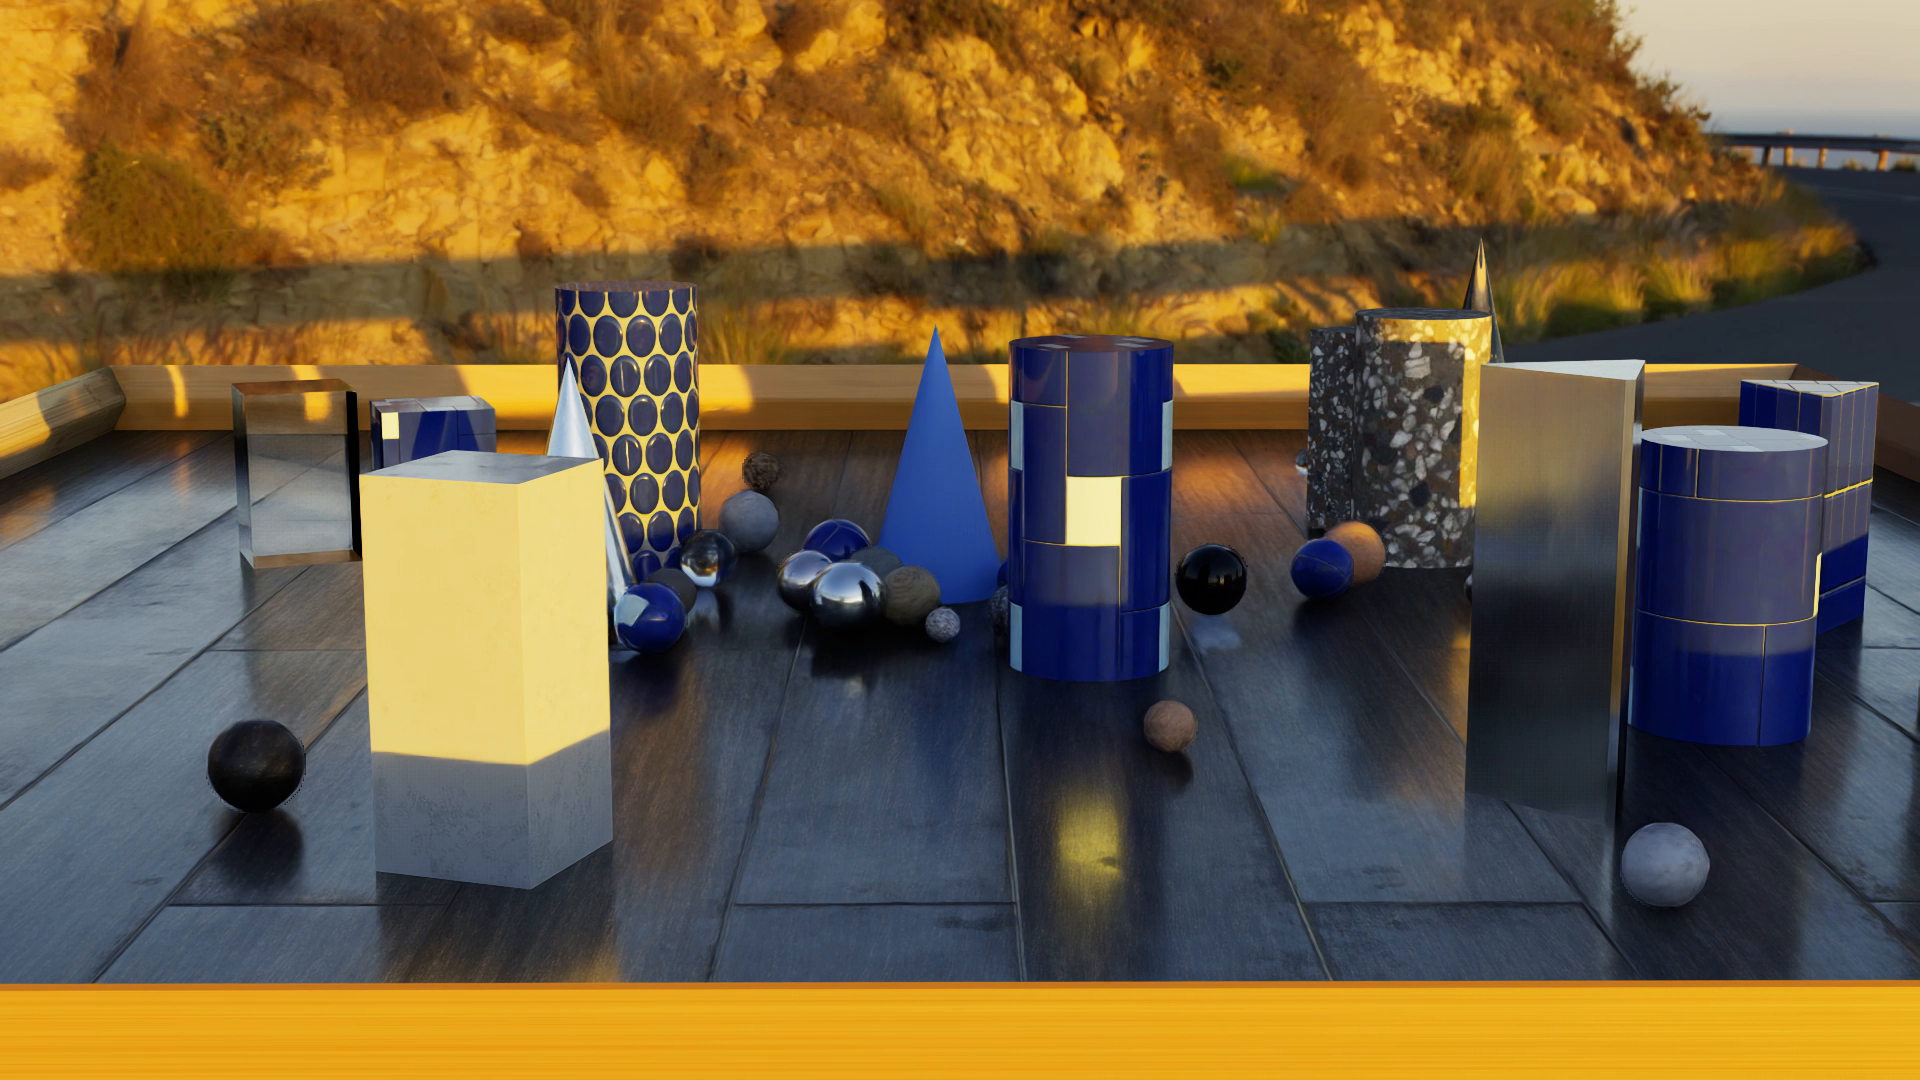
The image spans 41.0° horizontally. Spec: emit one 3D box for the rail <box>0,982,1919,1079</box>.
[{"bbox_3d":[0.010,0.352,1.723,3.414,0.130,0.045,0,10,0],"label":"rail"}]

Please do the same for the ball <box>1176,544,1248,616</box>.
[{"bbox_3d":[0.337,0.053,3.442,0.095,0.095,0.095,0,10,0],"label":"ball"}]

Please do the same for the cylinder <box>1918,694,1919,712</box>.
[{"bbox_3d":[1.192,0.026,2.876,0.200,0.355,0.200,0,10,0],"label":"cylinder"}]

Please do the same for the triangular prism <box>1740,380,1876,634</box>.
[{"bbox_3d":[1.102,-0.051,3.408,0.150,0.313,0.173,8,13,38],"label":"triangular prism"}]

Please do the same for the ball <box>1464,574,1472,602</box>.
[{"bbox_3d":[0.714,0.065,3.503,0.050,0.050,0.050,0,10,0],"label":"ball"}]

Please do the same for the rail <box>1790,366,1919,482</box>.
[{"bbox_3d":[1.683,0.032,3.458,0.045,0.130,3.557,0,10,0],"label":"rail"}]

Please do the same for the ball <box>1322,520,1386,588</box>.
[{"bbox_3d":[0.552,0.020,3.619,0.095,0.095,0.095,0,10,0],"label":"ball"}]

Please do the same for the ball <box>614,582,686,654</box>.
[{"bbox_3d":[-0.390,0.098,3.216,0.090,0.090,0.090,0,10,0],"label":"ball"}]

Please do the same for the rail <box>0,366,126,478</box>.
[{"bbox_3d":[-1.683,0.035,3.439,0.045,0.130,3.557,0,10,0],"label":"rail"}]

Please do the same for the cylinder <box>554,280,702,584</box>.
[{"bbox_3d":[-0.472,-0.153,3.664,0.200,0.420,0.200,0,10,0],"label":"cylinder"}]

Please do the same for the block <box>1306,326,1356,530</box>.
[{"bbox_3d":[0.667,-0.176,4.072,0.160,0.316,0.160,-9,14,-40],"label":"block"}]

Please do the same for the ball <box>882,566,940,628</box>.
[{"bbox_3d":[-0.067,0.075,3.367,0.081,0.081,0.081,0,10,0],"label":"ball"}]

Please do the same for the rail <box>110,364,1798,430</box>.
[{"bbox_3d":[-0.010,-0.285,5.174,3.414,0.130,0.045,0,10,0],"label":"rail"}]

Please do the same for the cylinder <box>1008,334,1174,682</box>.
[{"bbox_3d":[0.158,-0.043,3.136,0.200,0.396,0.200,0,10,0],"label":"cylinder"}]

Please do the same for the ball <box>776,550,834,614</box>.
[{"bbox_3d":[-0.204,0.056,3.455,0.085,0.085,0.085,0,10,0],"label":"ball"}]

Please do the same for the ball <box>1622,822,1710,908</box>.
[{"bbox_3d":[0.618,0.284,2.248,0.075,0.075,0.075,0,10,0],"label":"ball"}]

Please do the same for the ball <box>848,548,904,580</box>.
[{"bbox_3d":[-0.116,0.054,3.457,0.089,0.089,0.089,0,10,0],"label":"ball"}]

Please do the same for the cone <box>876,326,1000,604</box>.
[{"bbox_3d":[-0.034,-0.115,3.582,0.200,0.375,0.200,0,10,0],"label":"cone"}]

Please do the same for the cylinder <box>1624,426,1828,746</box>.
[{"bbox_3d":[0.849,0.047,2.848,0.200,0.323,0.200,0,10,0],"label":"cylinder"}]

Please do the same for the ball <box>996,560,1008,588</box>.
[{"bbox_3d":[0.082,0.054,3.522,0.065,0.065,0.065,0,10,0],"label":"ball"}]

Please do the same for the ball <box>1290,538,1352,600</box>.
[{"bbox_3d":[0.498,0.041,3.538,0.085,0.085,0.085,0,10,0],"label":"ball"}]

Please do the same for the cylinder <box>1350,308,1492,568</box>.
[{"bbox_3d":[0.686,-0.156,3.832,0.200,0.365,0.200,0,10,0],"label":"cylinder"}]

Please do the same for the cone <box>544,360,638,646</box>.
[{"bbox_3d":[-0.501,-0.058,3.316,0.200,0.359,0.200,0,10,0],"label":"cone"}]

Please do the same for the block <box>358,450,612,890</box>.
[{"bbox_3d":[-0.433,0.114,2.365,0.160,0.367,0.160,4,11,19],"label":"block"}]

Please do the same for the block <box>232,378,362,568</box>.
[{"bbox_3d":[-0.993,-0.102,3.843,0.160,0.256,0.160,-4,11,-22],"label":"block"}]

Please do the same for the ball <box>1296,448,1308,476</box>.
[{"bbox_3d":[0.628,-0.138,4.598,0.052,0.052,0.052,0,10,0],"label":"ball"}]

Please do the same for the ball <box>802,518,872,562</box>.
[{"bbox_3d":[-0.172,0.020,3.610,0.100,0.100,0.100,0,10,0],"label":"ball"}]

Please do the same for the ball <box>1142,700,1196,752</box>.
[{"bbox_3d":[0.225,0.200,2.758,0.056,0.056,0.056,0,10,0],"label":"ball"}]

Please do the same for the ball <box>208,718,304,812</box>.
[{"bbox_3d":[-0.697,0.222,2.538,0.092,0.092,0.092,0,10,0],"label":"ball"}]

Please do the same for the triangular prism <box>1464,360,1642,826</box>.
[{"bbox_3d":[0.628,0.043,2.564,0.150,0.435,0.173,-9,14,-41],"label":"triangular prism"}]

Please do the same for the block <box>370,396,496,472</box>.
[{"bbox_3d":[-0.768,-0.078,3.751,0.160,0.242,0.160,-4,11,-19],"label":"block"}]

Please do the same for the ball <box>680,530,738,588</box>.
[{"bbox_3d":[-0.354,0.027,3.616,0.081,0.081,0.081,0,10,0],"label":"ball"}]

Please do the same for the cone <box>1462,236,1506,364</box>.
[{"bbox_3d":[0.876,-0.293,4.354,0.200,0.445,0.200,0,10,0],"label":"cone"}]

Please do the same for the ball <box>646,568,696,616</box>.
[{"bbox_3d":[-0.385,0.073,3.405,0.071,0.071,0.071,0,10,0],"label":"ball"}]

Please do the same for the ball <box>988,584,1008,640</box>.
[{"bbox_3d":[0.074,0.092,3.278,0.078,0.078,0.078,0,10,0],"label":"ball"}]

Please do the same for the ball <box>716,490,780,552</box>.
[{"bbox_3d":[-0.321,-0.027,3.883,0.094,0.094,0.094,0,10,0],"label":"ball"}]

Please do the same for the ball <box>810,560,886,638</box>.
[{"bbox_3d":[-0.144,0.076,3.311,0.099,0.099,0.099,0,10,0],"label":"ball"}]

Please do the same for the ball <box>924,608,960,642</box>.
[{"bbox_3d":[-0.022,0.109,3.280,0.045,0.045,0.045,0,10,0],"label":"ball"}]

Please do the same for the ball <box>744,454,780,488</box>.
[{"bbox_3d":[-0.346,-0.120,4.472,0.062,0.062,0.062,0,10,0],"label":"ball"}]
